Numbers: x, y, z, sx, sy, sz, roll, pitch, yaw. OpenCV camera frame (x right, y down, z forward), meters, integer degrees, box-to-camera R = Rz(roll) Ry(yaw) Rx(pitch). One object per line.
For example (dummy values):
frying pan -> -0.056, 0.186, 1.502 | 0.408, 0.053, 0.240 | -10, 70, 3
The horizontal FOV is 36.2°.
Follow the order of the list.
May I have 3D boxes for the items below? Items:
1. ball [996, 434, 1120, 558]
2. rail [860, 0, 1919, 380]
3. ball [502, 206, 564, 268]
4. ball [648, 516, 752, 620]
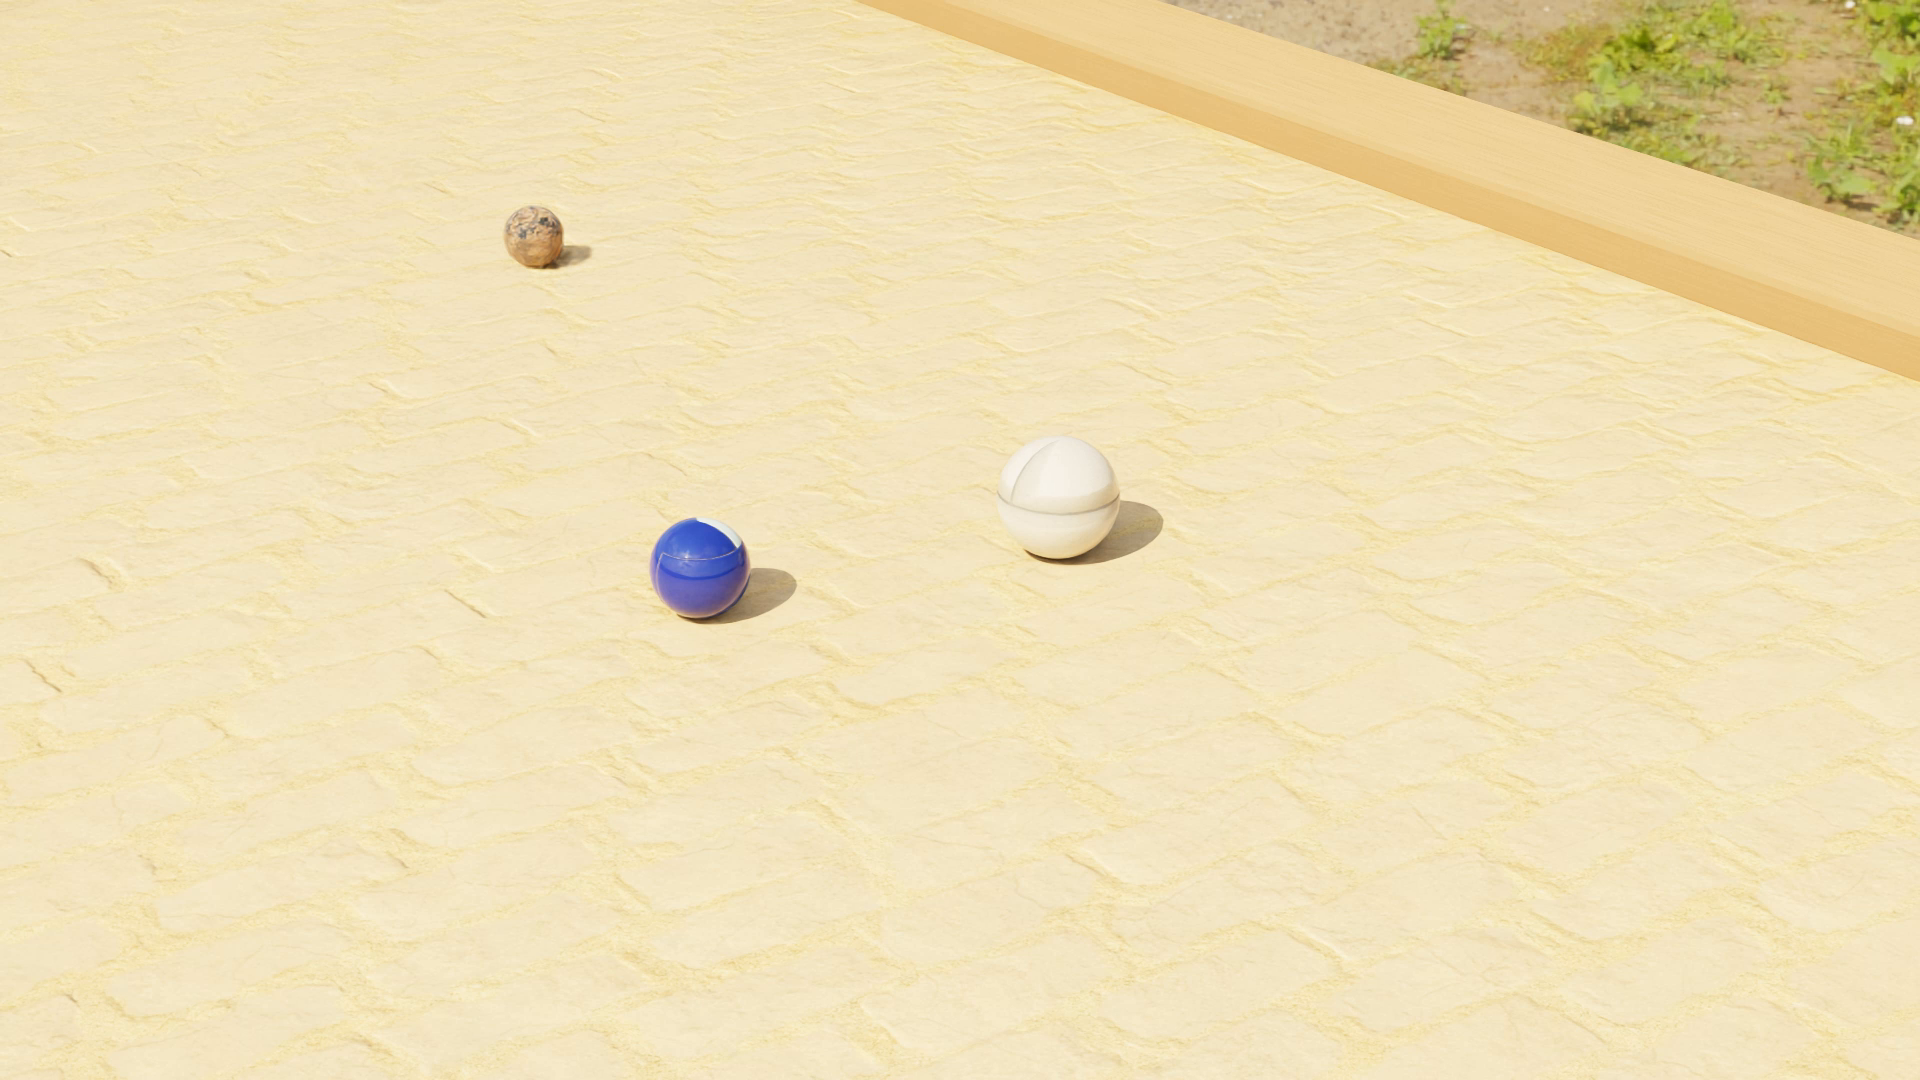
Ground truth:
ball -> 0.075, -0.033, 2.238 | 0.094, 0.094, 0.094 | 0, 24, 0
rail -> 0.194, -0.553, 3.347 | 0.045, 0.123, 3.736 | -17, 29, -32
ball -> -0.414, -0.295, 2.857 | 0.060, 0.060, 0.060 | 0, 24, 0
ball -> -0.190, 0.020, 2.146 | 0.075, 0.075, 0.075 | 0, 24, 0
